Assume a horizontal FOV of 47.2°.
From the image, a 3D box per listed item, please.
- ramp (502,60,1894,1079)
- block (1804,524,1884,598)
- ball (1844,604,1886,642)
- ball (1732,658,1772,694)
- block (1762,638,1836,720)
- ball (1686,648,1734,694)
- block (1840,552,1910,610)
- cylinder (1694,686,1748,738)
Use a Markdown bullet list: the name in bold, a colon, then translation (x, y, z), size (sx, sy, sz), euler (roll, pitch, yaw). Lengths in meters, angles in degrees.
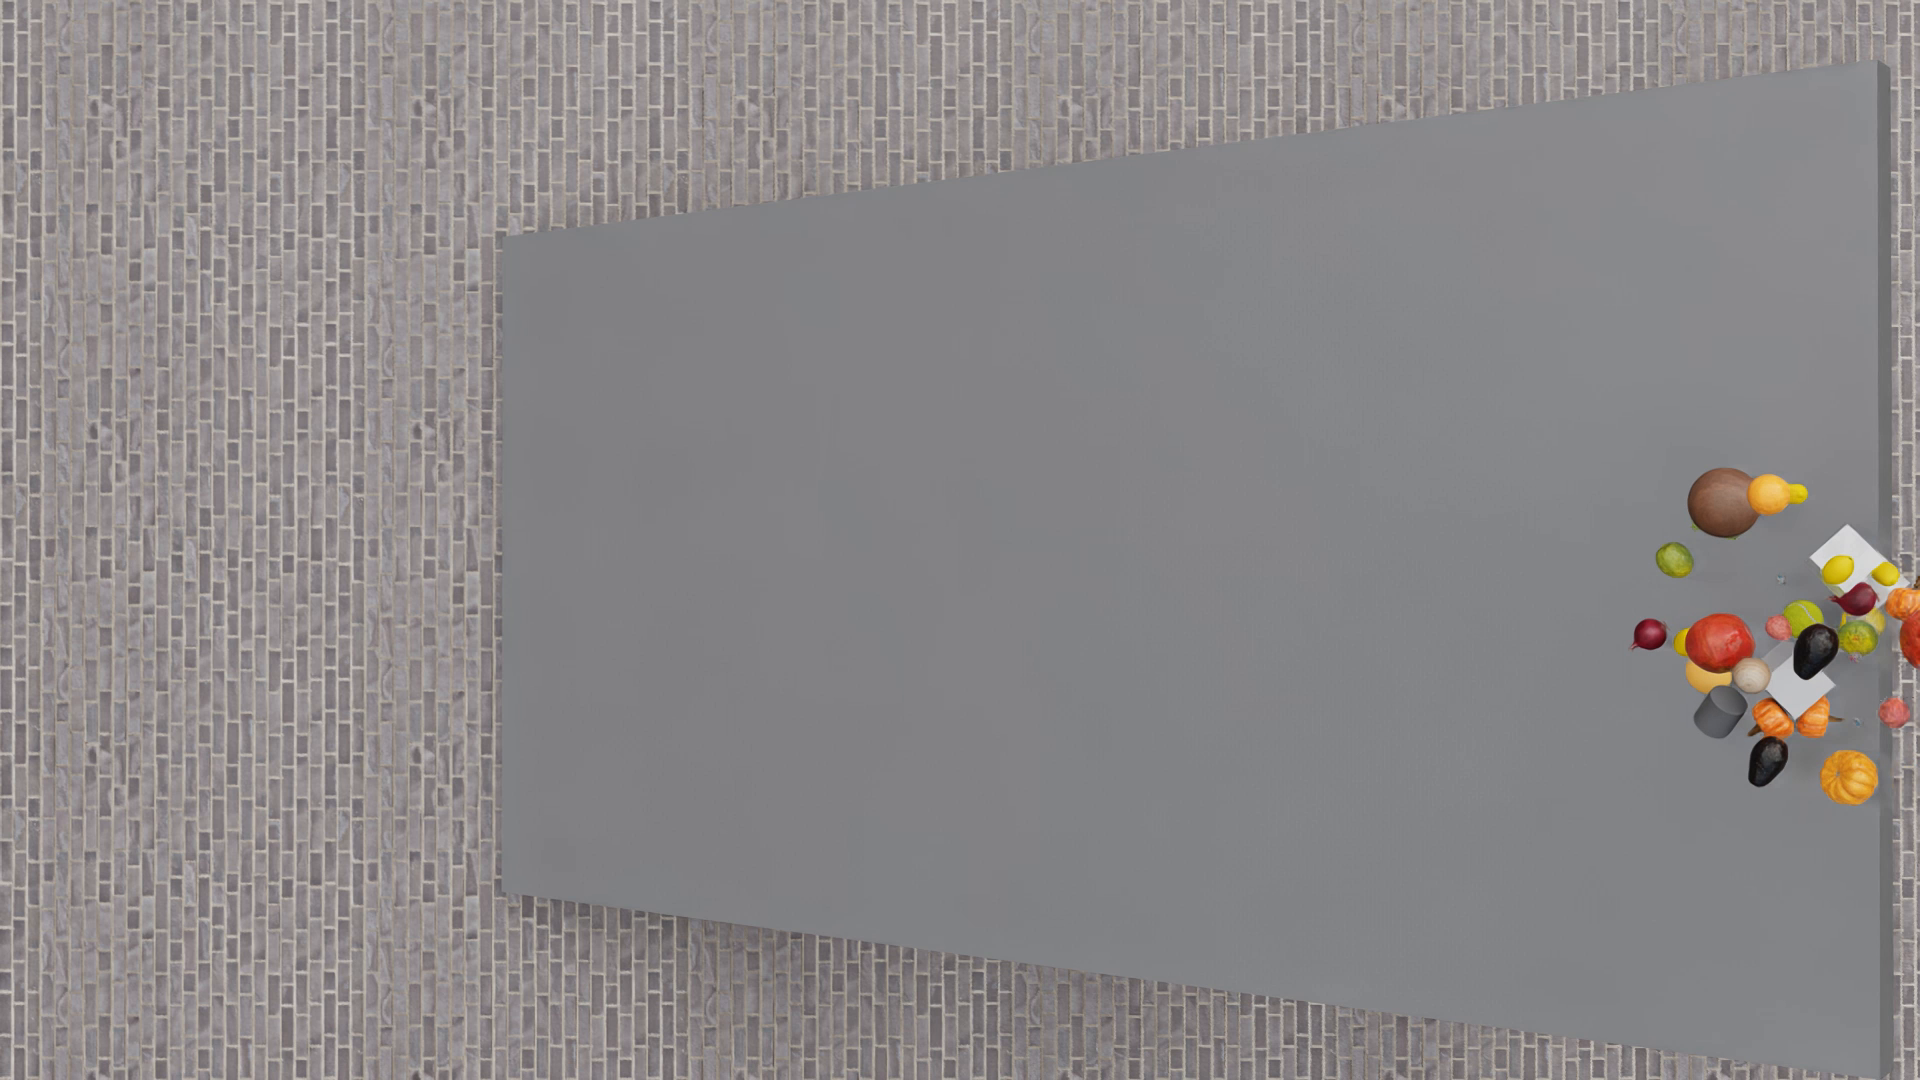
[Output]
- **ramp**: translation (0.232, 0.065, 5.550), size (4.000, 0.100, 2.000), euler (0, 89, 37)
- **block**: translation (1.470, 0.036, 3.660), size (0.082, 0.082, 0.082), euler (-43, 75, 6)
- **ball**: translation (1.622, 0.149, 3.941), size (0.068, 0.068, 0.068), euler (0, 90, 0)
- **ball**: translation (1.348, 0.231, 3.745), size (0.062, 0.062, 0.062), euler (0, 90, 0)
- **block**: translation (1.460, 0.243, 3.864), size (0.090, 0.090, 0.090), euler (45, 101, -3)
- **ball**: translation (1.398, 0.244, 4.103), size (0.086, 0.086, 0.086), euler (0, 90, 0)
- **block**: translation (1.738, 0.090, 4.197), size (0.083, 0.083, 0.083), euler (51, 132, 20)
- **cylinder**: translation (1.362, 0.308, 3.937), size (0.069, 0.069, 0.069), euler (8, 45, -8)
